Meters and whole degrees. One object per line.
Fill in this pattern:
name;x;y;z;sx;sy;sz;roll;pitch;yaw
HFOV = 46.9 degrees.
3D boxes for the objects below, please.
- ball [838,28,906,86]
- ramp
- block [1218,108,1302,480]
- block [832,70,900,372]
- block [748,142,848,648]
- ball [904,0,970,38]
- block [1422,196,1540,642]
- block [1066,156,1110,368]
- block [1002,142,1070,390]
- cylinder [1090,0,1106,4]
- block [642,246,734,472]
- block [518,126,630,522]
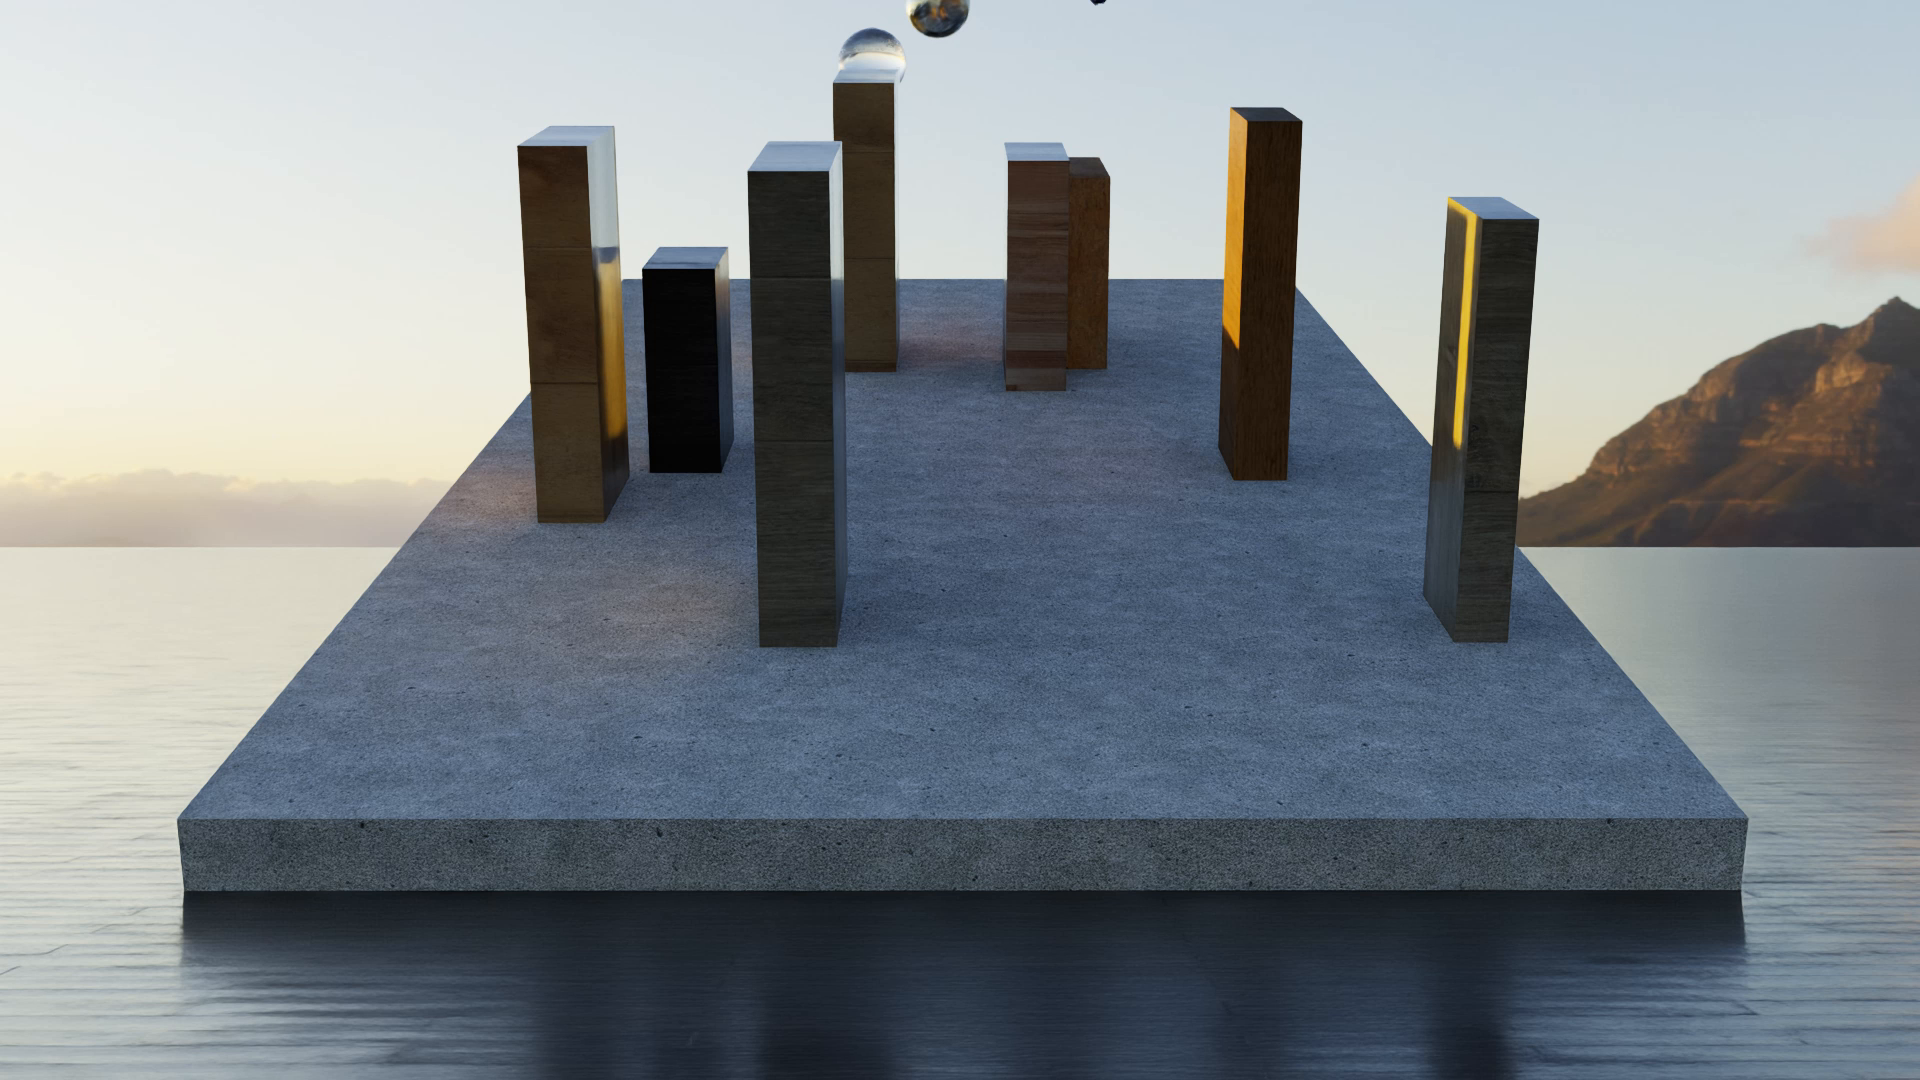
ball;-0.252;-1.370;6.363;0.198;0.198;0.198;0;0;0
ramp;-0.002;-0.167;4.749;2.000;0.100;4.000;0;17;0
block;0.598;-0.496;4.441;0.106;0.707;0.271;0;17;0
block;-0.227;-0.793;5.465;0.144;0.691;0.377;0;17;0
block;-0.252;-0.242;3.529;0.120;0.737;0.390;0;17;0
ball;-0.064;-1.522;6.299;0.187;0.187;0.187;0;0;0
block;0.816;-0.192;3.494;0.084;0.664;0.242;0;17;0
block;0.294;-0.701;5.554;0.129;0.465;0.418;0;17;0
block;0.178;-0.658;5.284;0.141;0.536;0.366;0;17;0
cylinder;0.383;-1.621;6.372;0.113;0.113;0.113;34;-21;-34
block;-0.553;-0.373;4.536;0.143;0.415;0.274;0;17;0
block;-0.722;-0.412;4.177;0.123;0.694;0.337;0;17;0
